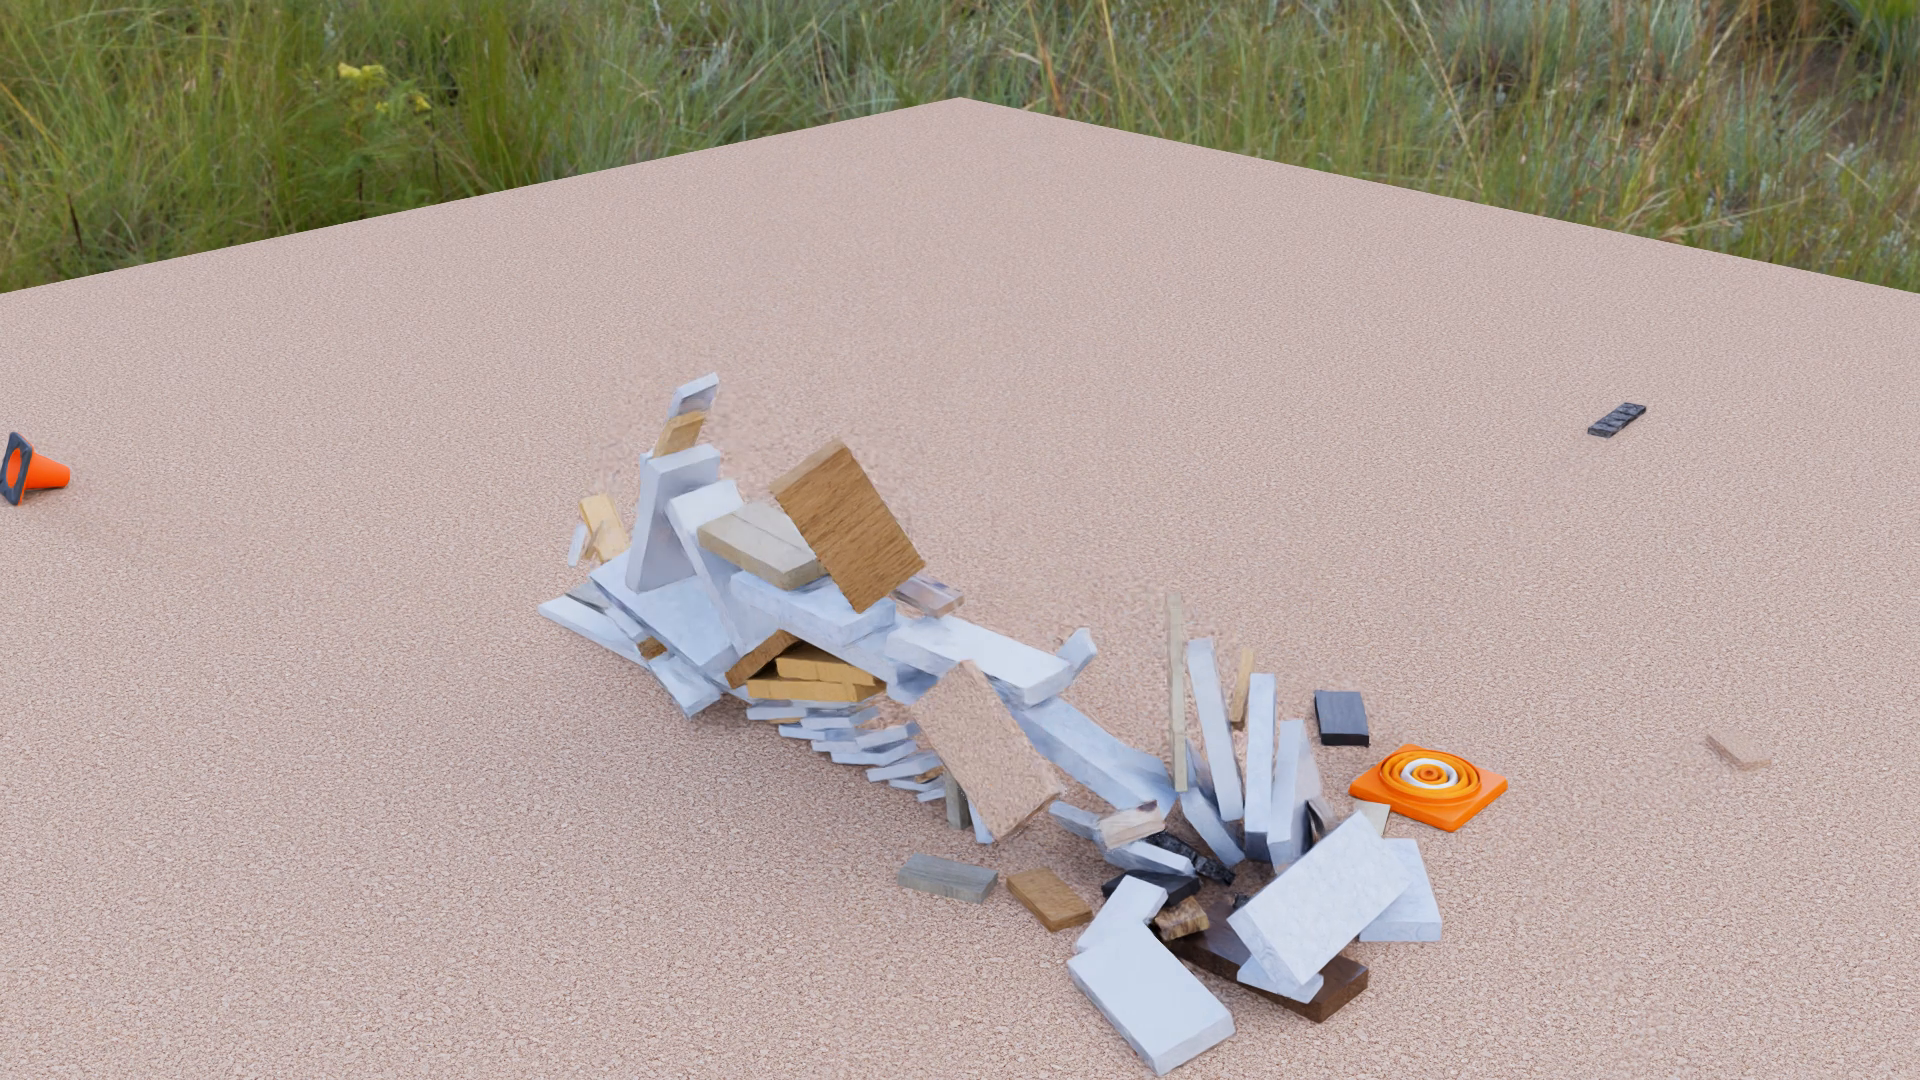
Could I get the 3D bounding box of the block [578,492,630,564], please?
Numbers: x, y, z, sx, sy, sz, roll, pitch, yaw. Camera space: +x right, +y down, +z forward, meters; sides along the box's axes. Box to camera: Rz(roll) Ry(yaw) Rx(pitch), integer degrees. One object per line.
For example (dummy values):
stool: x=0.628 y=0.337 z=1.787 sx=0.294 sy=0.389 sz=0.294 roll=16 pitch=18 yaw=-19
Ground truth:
block: x=-0.859 y=-0.031 z=5.329 sx=0.080 sy=0.159 sz=0.023 roll=-19 pitch=-5 yaw=-34

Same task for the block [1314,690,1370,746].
block: x=0.834 y=0.389 z=4.807 sx=0.102 sy=0.029 sz=0.203 roll=2 pitch=23 yaw=4

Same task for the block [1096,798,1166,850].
block: x=0.324 y=0.539 z=4.163 sx=0.119 sy=0.059 sz=0.017 roll=-20 pitch=9 yaw=-5

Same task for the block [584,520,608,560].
block: x=-0.864 y=0.001 z=5.220 sx=0.014 sy=0.048 sz=0.096 roll=33 pitch=37 yaw=-17

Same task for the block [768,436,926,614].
block: x=-0.222 y=-0.026 z=4.367 sx=0.169 sy=0.338 sz=0.048 roll=-36 pitch=34 yaw=-4

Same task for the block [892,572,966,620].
block: x=-0.065 y=0.112 z=4.464 sx=0.075 sy=0.021 sz=0.149 roll=-29 pitch=34 yaw=-29

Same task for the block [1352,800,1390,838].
block: x=0.818 y=0.566 z=4.402 sx=0.068 sy=0.019 sz=0.136 roll=7 pitch=24 yaw=16

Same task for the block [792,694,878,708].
block: x=-0.268 y=0.331 z=4.662 sx=0.173 sy=0.024 sz=0.086 roll=-3 pitch=14 yaw=44

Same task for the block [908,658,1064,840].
block: x=0.047 y=0.394 z=4.146 sx=0.308 sy=0.154 sz=0.044 roll=55 pitch=27 yaw=16

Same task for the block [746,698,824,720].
block: x=-0.369 y=0.362 z=4.786 sx=0.194 sy=0.024 sz=0.086 roll=-7 pitch=11 yaw=44

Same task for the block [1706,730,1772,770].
block: x=1.658 y=0.447 z=4.682 sx=0.068 sy=0.019 sz=0.136 roll=-6 pitch=24 yaw=-13

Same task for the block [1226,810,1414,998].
block: x=0.650 y=0.642 z=3.928 sx=0.163 sy=0.046 sz=0.456 roll=53 pitch=38 yaw=10

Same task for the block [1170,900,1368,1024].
block: x=0.551 y=0.752 z=3.936 sx=0.326 sy=0.042 sz=0.148 roll=20 pitch=30 yaw=39

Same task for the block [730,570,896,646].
block: x=-0.305 y=0.121 z=4.543 sx=0.320 sy=0.045 sz=0.160 roll=22 pitch=31 yaw=35

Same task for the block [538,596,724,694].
block: x=-0.766 y=0.246 z=5.153 sx=0.645 sy=0.023 sz=0.080 roll=21 pitch=31 yaw=40

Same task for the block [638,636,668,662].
block: x=-0.709 y=0.217 z=5.052 sx=0.084 sy=0.024 sz=0.167 roll=-29 pitch=30 yaw=-9

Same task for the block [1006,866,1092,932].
block: x=0.167 y=0.675 z=4.138 sx=0.087 sy=0.025 sz=0.174 roll=-11 pitch=25 yaw=-25

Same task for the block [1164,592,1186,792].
block: x=0.416 y=0.291 z=4.243 sx=0.021 sy=0.380 sz=0.075 roll=-2 pitch=3 yaw=-1

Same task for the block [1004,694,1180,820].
block: x=0.253 y=0.418 z=4.296 sx=0.376 sy=0.047 sz=0.167 roll=35 pitch=21 yaw=6

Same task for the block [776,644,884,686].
block: x=-0.234 y=0.252 z=4.599 sx=0.289 sy=0.041 sz=0.144 roll=2 pitch=17 yaw=44

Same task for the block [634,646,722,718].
block: x=-0.634 y=0.294 z=4.921 sx=0.084 sy=0.024 sz=0.365 roll=-31 pitch=30 yaw=-13

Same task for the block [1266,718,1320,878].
block: x=0.656 y=0.532 z=4.303 sx=0.044 sy=0.154 sz=0.489 roll=-13 pitch=19 yaw=16

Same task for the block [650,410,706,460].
block: x=-0.617 y=-0.211 z=4.772 sx=0.086 sy=0.173 sz=0.024 roll=-22 pitch=67 yaw=-37

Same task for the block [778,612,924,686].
block: x=-0.196 y=0.192 z=4.523 sx=0.334 sy=0.047 sz=0.167 roll=24 pitch=32 yaw=35

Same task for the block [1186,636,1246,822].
block: x=0.500 y=0.365 z=4.278 sx=0.046 sy=0.327 sz=0.163 roll=-12 pitch=9 yaw=9

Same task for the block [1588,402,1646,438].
block: x=1.969 y=-0.360 z=6.584 sx=0.067 sy=0.019 sz=0.288 roll=16 pitch=28 yaw=34

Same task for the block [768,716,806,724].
block: x=-0.362 y=0.383 z=4.783 sx=0.106 sy=0.015 sz=0.053 roll=-9 pitch=9 yaw=45

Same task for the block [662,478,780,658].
block: x=-0.488 y=0.059 z=4.778 sx=0.160 sy=0.372 sz=0.045 roll=-23 pitch=-8 yaw=-37

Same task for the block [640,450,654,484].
block: x=-0.664 y=-0.120 z=4.883 sx=0.086 sy=0.173 sz=0.024 roll=-23 pitch=36 yaw=-37

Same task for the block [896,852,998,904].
block: x=-0.024 y=0.647 z=4.205 sx=0.174 sy=0.025 sz=0.087 roll=9 pitch=25 yaw=21

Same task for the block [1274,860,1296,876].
block: x=0.648 y=0.635 z=4.050 sx=0.029 sy=0.102 sz=0.203 roll=-23 pitch=-12 yaw=29

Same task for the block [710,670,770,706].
block: x=-0.534 y=0.311 z=4.945 sx=0.053 sy=0.015 sz=0.289 roll=-21 pitch=30 yaw=-40

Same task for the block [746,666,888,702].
block: x=-0.287 y=0.298 z=4.678 sx=0.354 sy=0.041 sz=0.144 roll=-2 pitch=14 yaw=46

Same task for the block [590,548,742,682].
block: x=-0.644 y=0.149 z=4.999 sx=0.169 sy=0.048 sz=0.564 roll=-35 pitch=36 yaw=-19

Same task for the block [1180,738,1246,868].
block: x=0.487 y=0.516 z=4.336 sx=0.042 sy=0.148 sz=0.295 roll=-36 pitch=15 yaw=12

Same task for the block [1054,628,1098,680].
block: x=0.224 y=0.230 z=4.334 sx=0.017 sy=0.119 sz=0.059 roll=-5 pitch=57 yaw=-36
